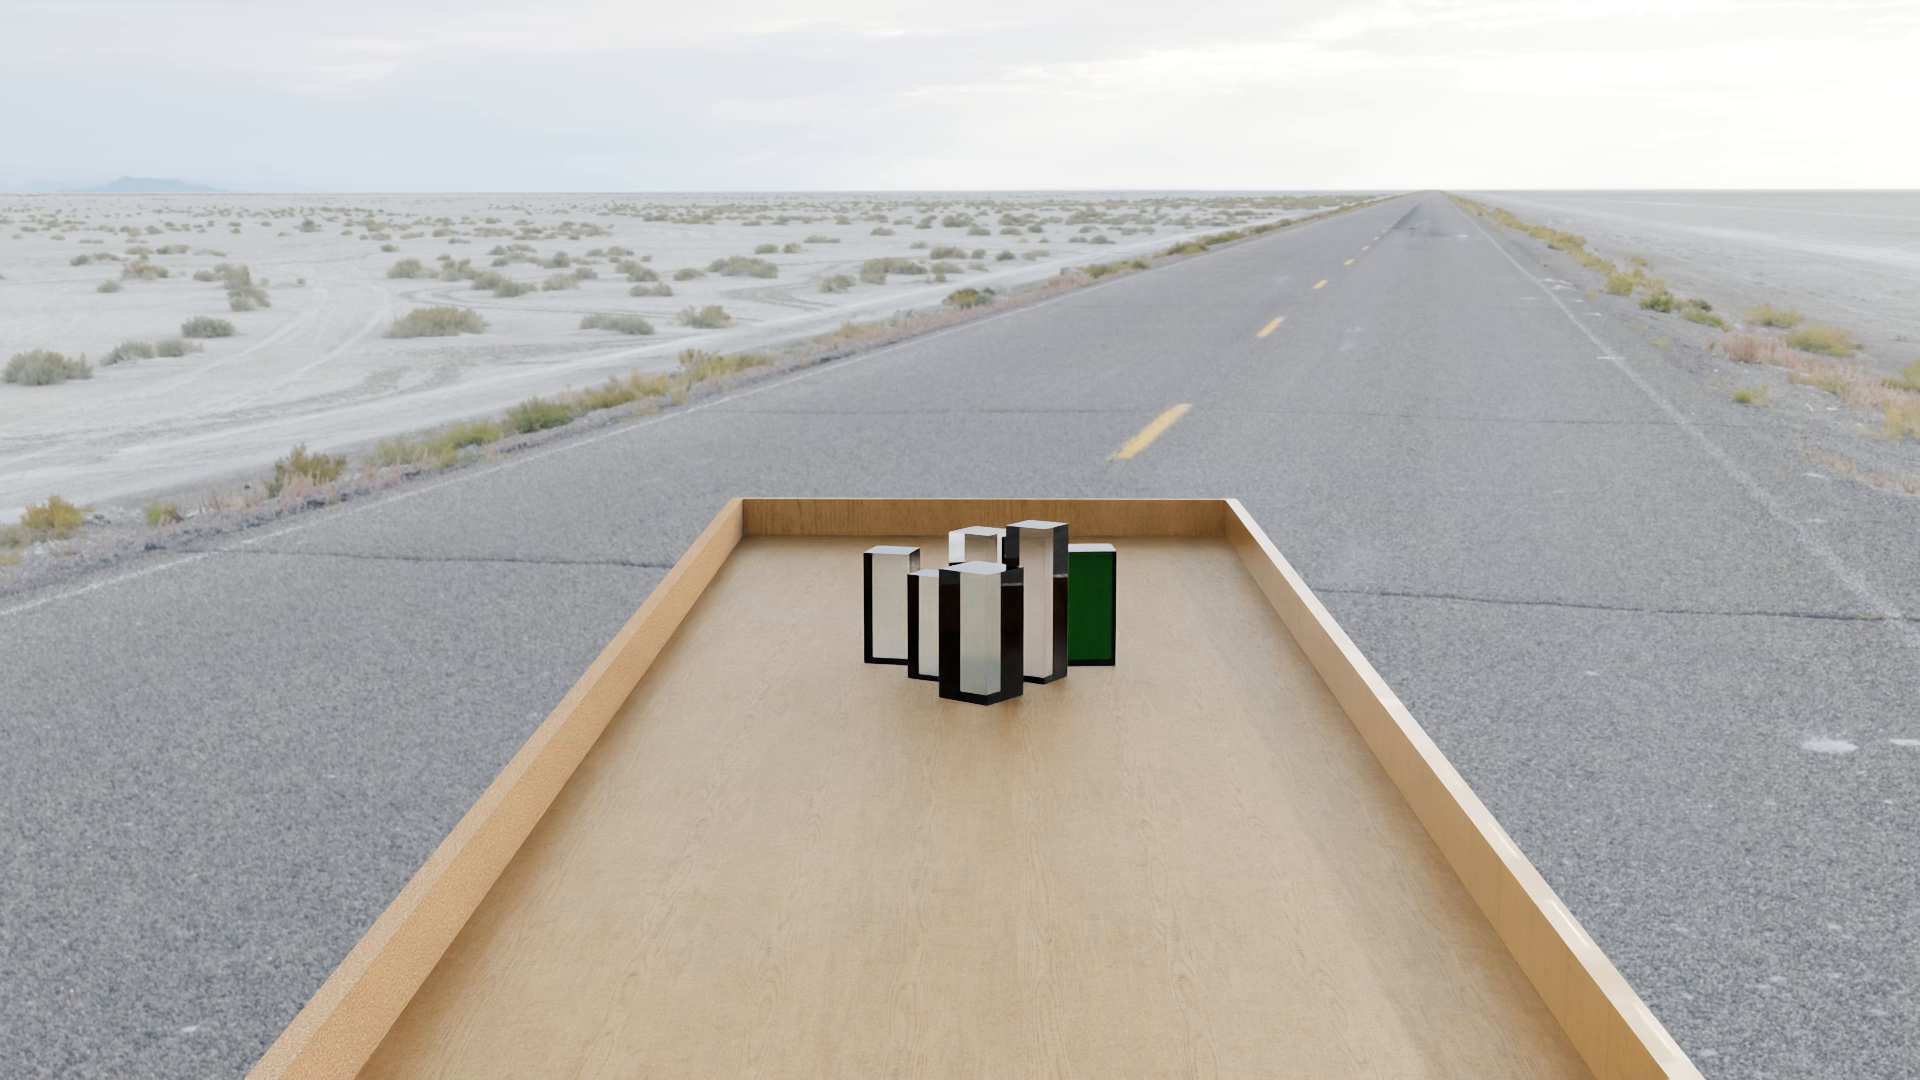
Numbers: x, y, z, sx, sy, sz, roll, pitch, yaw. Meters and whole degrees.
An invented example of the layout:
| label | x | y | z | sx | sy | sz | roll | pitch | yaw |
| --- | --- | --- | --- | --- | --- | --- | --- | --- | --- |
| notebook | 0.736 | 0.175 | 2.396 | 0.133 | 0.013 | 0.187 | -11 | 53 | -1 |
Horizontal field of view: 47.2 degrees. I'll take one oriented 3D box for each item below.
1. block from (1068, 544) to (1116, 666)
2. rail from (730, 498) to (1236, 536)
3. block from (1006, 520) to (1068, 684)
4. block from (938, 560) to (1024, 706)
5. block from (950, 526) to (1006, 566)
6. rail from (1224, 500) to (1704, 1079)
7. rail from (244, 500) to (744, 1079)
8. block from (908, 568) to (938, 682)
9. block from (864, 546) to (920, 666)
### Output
| label | x | y | z | sx | sy | sz | roll | pitch | yaw |
| --- | --- | --- | --- | --- | --- | --- | --- | --- | --- |
| block | 0.391 | 0.195 | 6.659 | 0.145 | 0.350 | 0.145 | -1 | 9 | -3 |
| rail | 0.099 | -0.098 | 9.147 | 2.100 | 0.150 | 0.050 | 0 | 9 | 1 |
| block | 0.225 | 0.180 | 6.421 | 0.133 | 0.455 | 0.133 | 6 | 11 | 32 |
| block | 0.060 | 0.260 | 6.193 | 0.171 | 0.369 | 0.171 | 7 | 11 | 37 |
| block | 0.066 | 0.169 | 6.674 | 0.142 | 0.398 | 0.142 | 6 | 11 | 34 |
| rail | 1.046 | 0.843 | 3.208 | 0.050 | 0.150 | 12.000 | 0 | 9 | 1 |
| rail | -1.004 | 0.839 | 3.234 | 0.050 | 0.150 | 12.000 | 0 | 9 | 1 |
| block | -0.082 | 0.249 | 6.448 | 0.105 | 0.309 | 0.105 | 5 | 10 | 30 |
| block | -0.206 | 0.198 | 6.679 | 0.138 | 0.339 | 0.138 | 2 | 9 | 15 |
